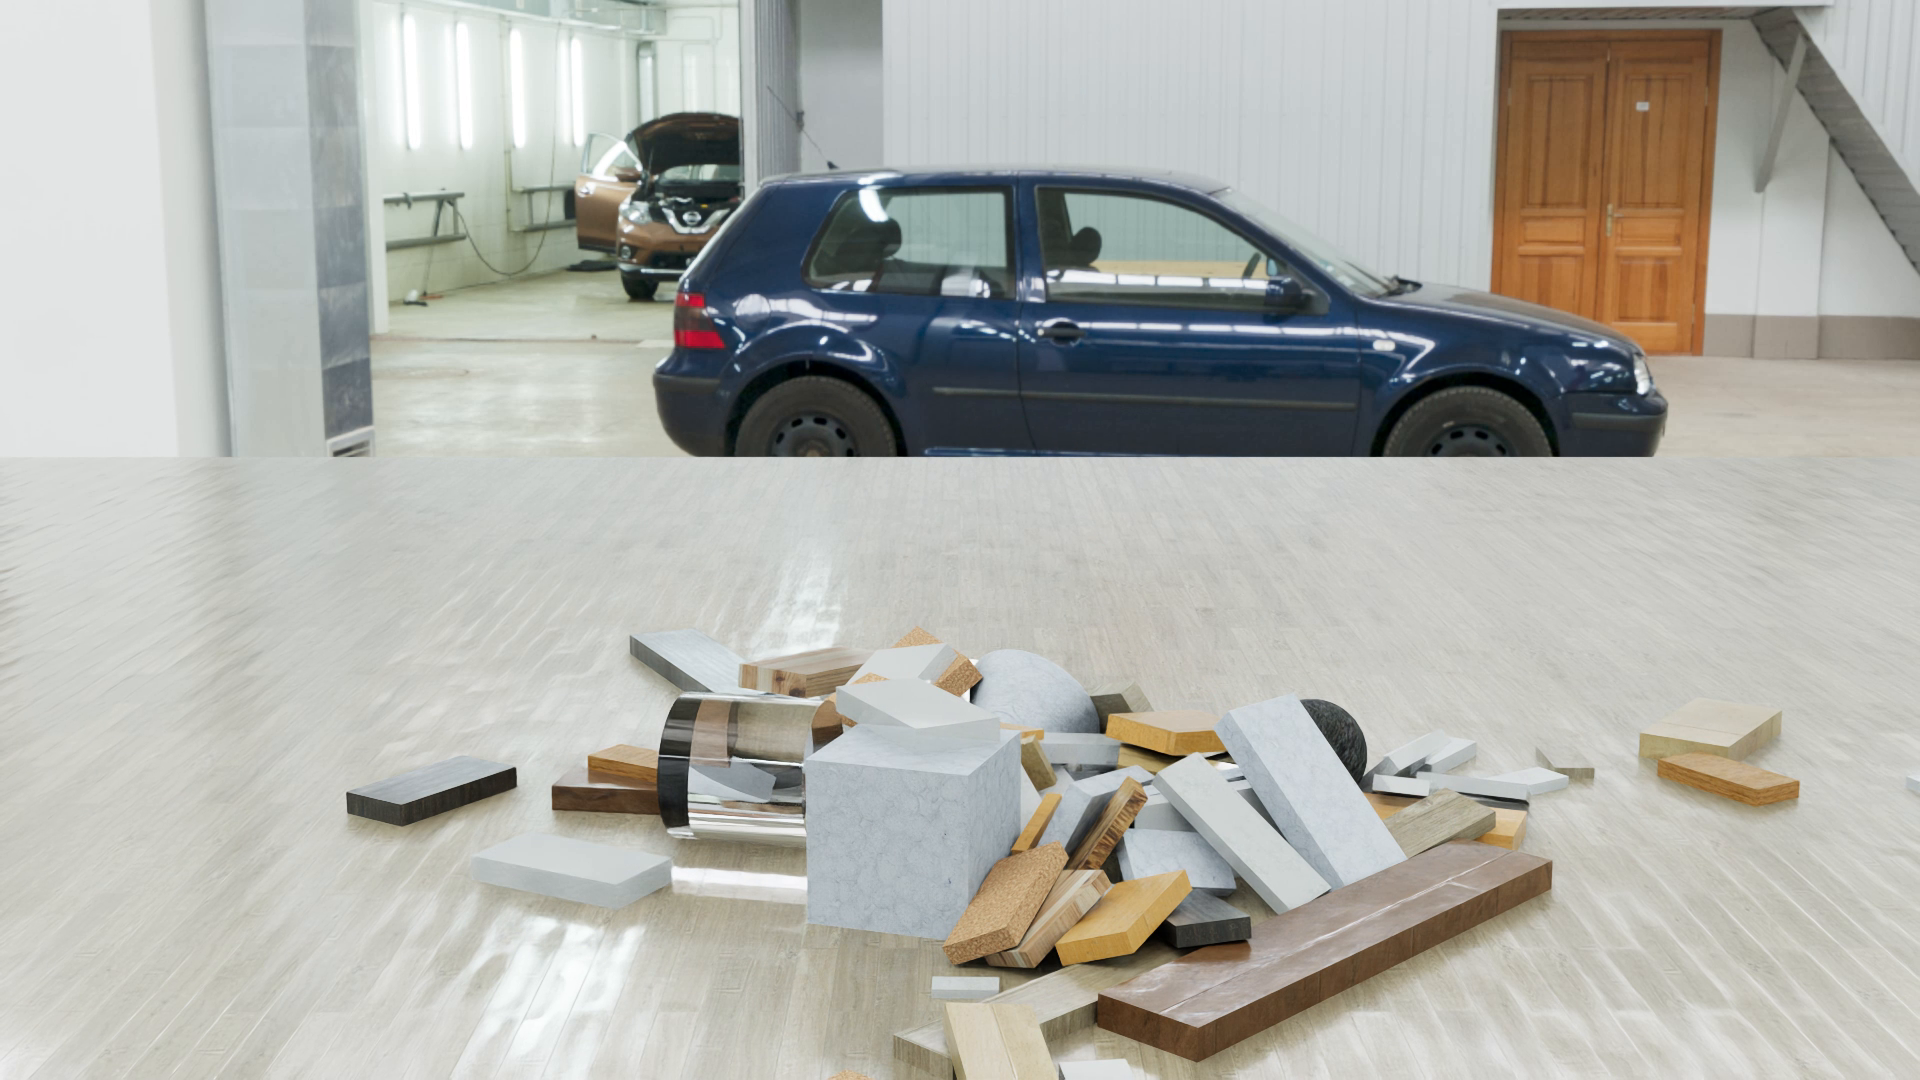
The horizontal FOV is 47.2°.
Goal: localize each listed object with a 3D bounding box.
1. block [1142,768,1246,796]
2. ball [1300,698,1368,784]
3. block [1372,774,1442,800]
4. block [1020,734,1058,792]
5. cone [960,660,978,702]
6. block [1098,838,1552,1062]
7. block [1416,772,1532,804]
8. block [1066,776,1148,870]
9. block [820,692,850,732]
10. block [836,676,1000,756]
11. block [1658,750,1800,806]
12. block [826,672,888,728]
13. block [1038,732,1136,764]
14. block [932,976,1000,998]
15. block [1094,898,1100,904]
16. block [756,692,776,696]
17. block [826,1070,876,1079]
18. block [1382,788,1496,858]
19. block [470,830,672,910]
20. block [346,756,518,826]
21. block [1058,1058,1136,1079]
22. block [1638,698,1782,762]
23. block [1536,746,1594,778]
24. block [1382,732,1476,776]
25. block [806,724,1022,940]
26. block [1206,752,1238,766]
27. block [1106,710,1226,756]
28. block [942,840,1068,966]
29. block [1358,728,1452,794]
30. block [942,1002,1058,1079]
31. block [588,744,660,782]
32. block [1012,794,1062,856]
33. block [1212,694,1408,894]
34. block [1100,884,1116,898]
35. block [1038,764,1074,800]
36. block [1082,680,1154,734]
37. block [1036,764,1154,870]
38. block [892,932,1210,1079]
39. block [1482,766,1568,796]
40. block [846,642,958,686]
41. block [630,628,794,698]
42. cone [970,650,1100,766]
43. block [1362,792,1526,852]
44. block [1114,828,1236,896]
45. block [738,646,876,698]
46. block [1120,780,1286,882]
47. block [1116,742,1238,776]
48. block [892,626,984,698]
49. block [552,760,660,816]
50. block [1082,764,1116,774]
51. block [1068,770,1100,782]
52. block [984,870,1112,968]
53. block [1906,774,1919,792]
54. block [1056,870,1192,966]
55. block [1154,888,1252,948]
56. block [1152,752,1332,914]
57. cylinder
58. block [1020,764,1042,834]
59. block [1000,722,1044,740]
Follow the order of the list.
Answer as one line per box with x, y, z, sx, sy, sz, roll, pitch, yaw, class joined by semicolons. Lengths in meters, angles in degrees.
0.419;0.487;3.798;0.310;0.155;0.044;-7;13;-33;block
0.660;0.401;4.125;0.206;0.206;0.206;0;11;0;ball
0.834;0.464;4.068;0.101;0.029;0.203;4;-10;23;block
0.071;0.435;4.039;0.192;0.096;0.027;-22;15;19;block
0.007;0.391;4.479;0.212;0.212;0.212;1;37;4;cone
0.594;0.614;3.403;0.178;0.050;0.969;10;14;43;block
0.968;0.467;4.142;0.202;0.029;0.101;5;-10;20;block
0.240;0.478;3.601;0.026;0.182;0.091;33;6;-8;block
-0.159;0.374;4.466;0.176;0.050;0.773;10;5;-11;block
-0.074;0.291;3.669;0.153;0.043;0.306;-5;12;-27;block
1.489;0.462;4.267;0.120;0.034;0.239;-6;12;-30;block
-0.133;0.328;4.219;0.127;0.036;0.254;-30;31;-35;block
0.187;0.389;4.115;0.435;0.037;0.129;1;4;6;block
0.008;0.661;3.247;0.099;0.014;0.050;0;11;1;block
0.226;0.594;3.600;0.130;0.018;0.065;3;11;16;block
-0.436;0.397;4.416;0.167;0.047;0.335;-14;16;-5;block
-0.129;0.726;2.901;0.099;0.014;0.050;8;13;38;block
0.810;0.509;3.838;0.234;0.033;0.117;-21;28;-30;block
-0.659;0.557;3.726;0.306;0.043;0.153;6;12;28;block
-1.001;0.474;4.179;0.147;0.042;0.294;7;13;33;block
0.189;0.727;2.861;0.091;0.026;0.182;-1;11;-7;block
1.558;0.399;4.557;0.178;0.050;0.356;8;13;36;block
1.209;0.444;4.396;0.078;0.022;0.156;0;11;1;block
0.947;0.434;4.428;0.105;0.030;0.211;8;13;36;block
-0.072;0.466;3.591;0.273;0.273;0.273;4;11;19;block
0.404;0.469;4.034;0.391;0.105;0.030;-9;14;-42;block
0.415;0.356;4.083;0.147;0.042;0.294;13;6;37;block
0.073;0.562;3.415;0.122;0.035;0.244;-23;14;31;block
0.842;0.433;4.217;0.239;0.034;0.120;-14;-26;-53;block
0.056;0.691;2.908;0.122;0.035;0.244;4;18;-11;block
-0.607;0.428;4.208;0.192;0.027;0.096;6;12;31;block
0.134;0.514;3.710;0.026;0.091;0.182;3;26;22;block
0.596;0.433;3.737;0.178;0.050;0.356;-10;58;-43;block
0.289;0.585;3.551;0.130;0.018;0.065;13;12;-7;block
0.145;0.469;4.062;0.129;0.037;0.258;-28;13;-4;block
0.290;0.356;4.314;0.042;0.147;0.294;-37;11;-26;block
0.229;0.473;3.739;0.043;0.153;0.306;32;13;22;block
0.155;0.665;3.177;0.579;0.033;0.117;-10;15;-44;block
1.093;0.470;4.253;0.156;0.022;0.078;-7;12;-32;block
-0.125;0.268;4.393;0.127;0.036;0.254;-48;21;-30;block
-0.442;0.356;4.798;0.167;0.047;1.330;-5;12;-25;block
0.080;0.414;4.261;0.289;0.289;0.289;6;39;31;cone
0.850;0.514;3.961;0.310;0.044;0.155;4;11;22;block
0.354;0.531;3.622;0.203;0.102;0.029;8;-38;-30;block
-0.292;0.279;4.690;0.176;0.050;0.352;7;8;33;block
0.414;0.500;3.727;0.310;0.155;0.044;-6;12;-28;block
0.499;0.438;3.959;0.436;0.027;0.095;11;20;4;block
-0.089;0.280;4.445;0.176;0.050;0.352;-40;18;-8;block
-0.586;0.472;4.172;0.335;0.047;0.167;2;11;9;block
0.353;0.437;4.181;0.120;0.034;0.239;-2;-3;-34;block
0.226;0.475;4.105;0.095;0.027;0.191;-2;12;-4;block
0.133;0.579;3.371;0.102;0.029;0.203;-10;23;48;block
1.892;0.480;4.200;0.078;0.022;0.156;-3;11;-15;block
0.252;0.575;3.356;0.122;0.035;0.244;-17;6;30;block
0.357;0.584;3.406;0.117;0.033;0.234;-5;2;-11;block
0.463;0.486;3.625;0.101;0.029;0.324;-22;56;-39;block
-0.369;0.409;3.925;0.263;0.263;0.263;3;11;13;cylinder
0.086;0.487;3.879;0.129;0.037;0.258;-3;32;-20;block
0.088;0.360;4.126;0.066;0.019;0.131;-3;5;-42;block
